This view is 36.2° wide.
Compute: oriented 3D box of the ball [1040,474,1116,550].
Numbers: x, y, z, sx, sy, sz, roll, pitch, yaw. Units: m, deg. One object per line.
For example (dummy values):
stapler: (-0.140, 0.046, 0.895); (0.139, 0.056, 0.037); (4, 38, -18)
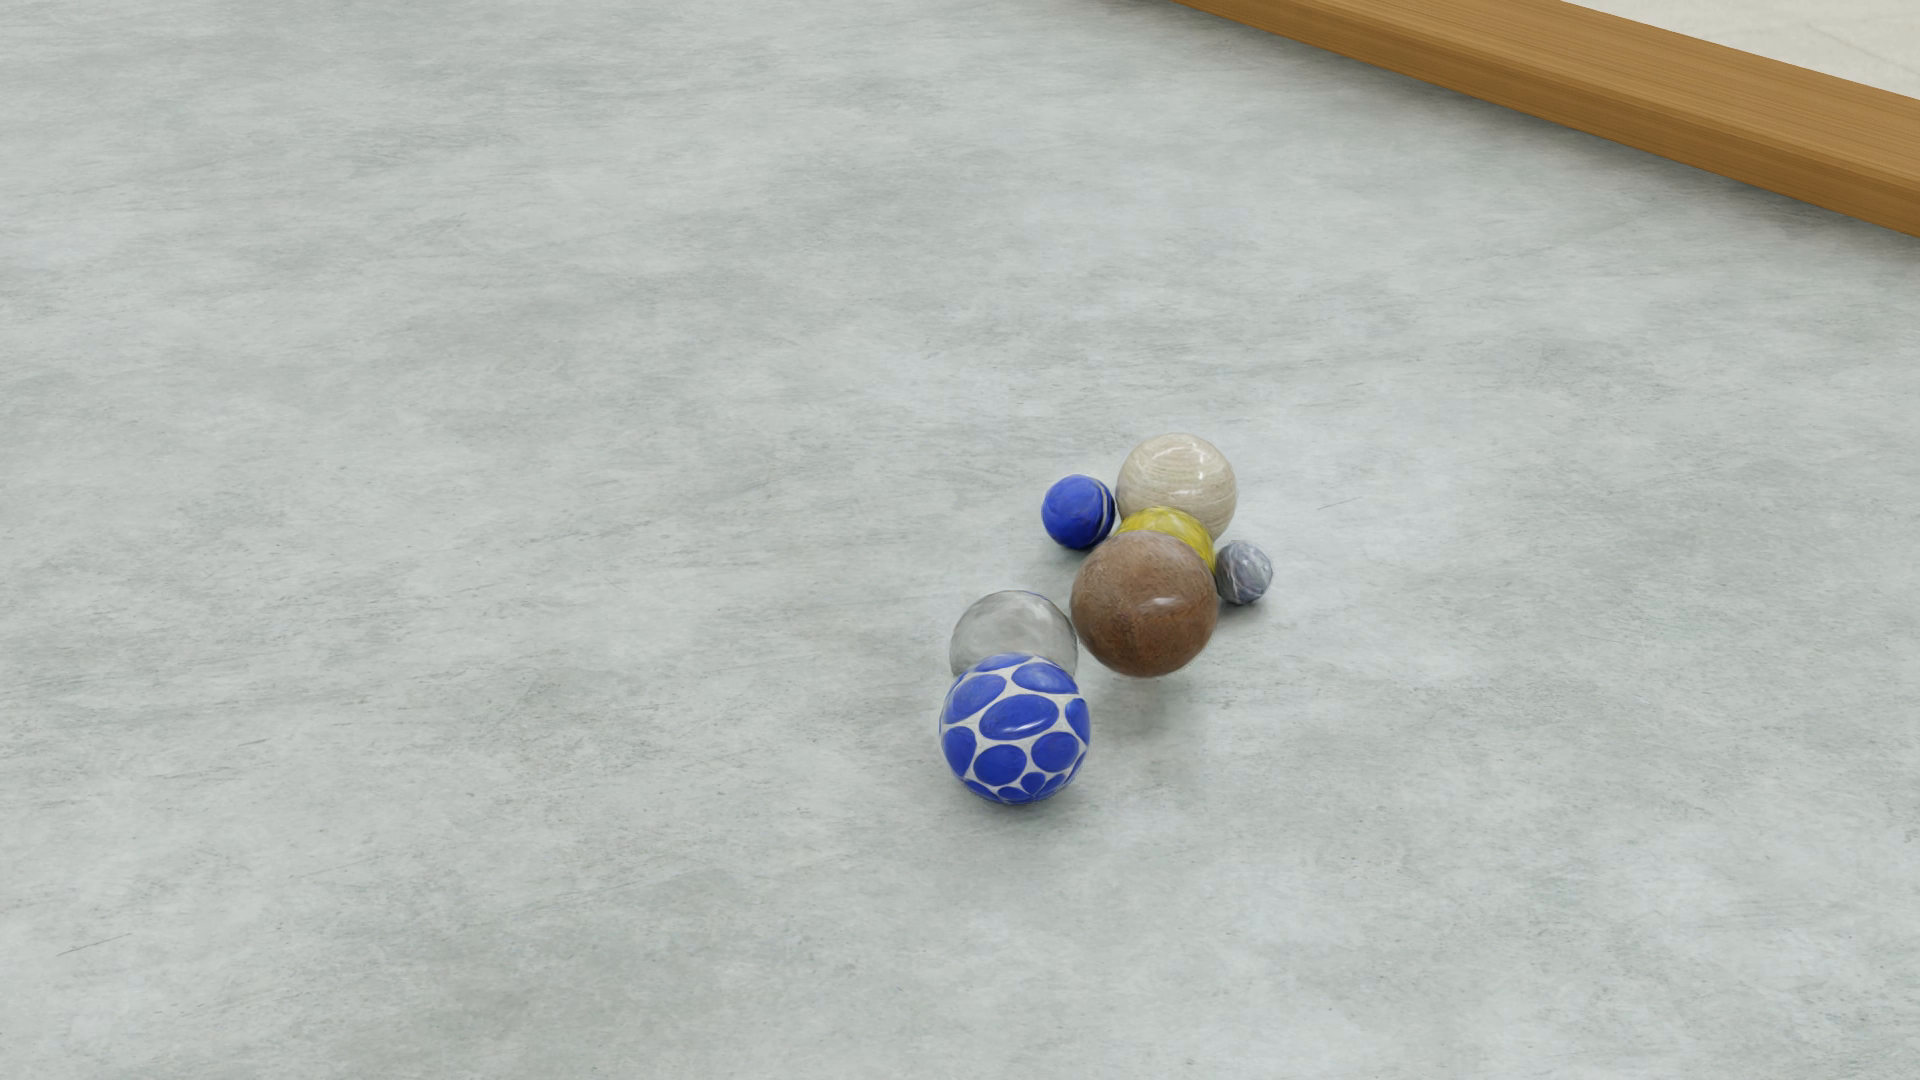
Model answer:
ball: (0.088, -0.021, 2.173); (0.056, 0.056, 0.056); (0, 25, 0)

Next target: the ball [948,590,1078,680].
ball: (0.035, 0.075, 1.938); (0.086, 0.086, 0.086); (0, 25, 0)

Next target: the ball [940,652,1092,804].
ball: (0.034, 0.117, 1.839); (0.095, 0.095, 0.095); (0, 25, 0)

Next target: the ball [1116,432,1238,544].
ball: (0.159, -0.034, 2.161); (0.090, 0.090, 0.090); (0, 25, 0)

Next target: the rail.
rail: (0.286, -0.681, 3.473); (0.045, 0.129, 4.134); (-18, 31, -33)

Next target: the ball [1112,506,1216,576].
ball: (0.142, 0.015, 2.074); (0.077, 0.077, 0.077); (0, 25, 0)

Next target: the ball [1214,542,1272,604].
ball: (0.200, 0.023, 2.094); (0.044, 0.044, 0.044); (0, 25, 0)

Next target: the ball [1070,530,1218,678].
ball: (0.123, 0.043, 1.962); (0.099, 0.099, 0.099); (0, 25, 0)
